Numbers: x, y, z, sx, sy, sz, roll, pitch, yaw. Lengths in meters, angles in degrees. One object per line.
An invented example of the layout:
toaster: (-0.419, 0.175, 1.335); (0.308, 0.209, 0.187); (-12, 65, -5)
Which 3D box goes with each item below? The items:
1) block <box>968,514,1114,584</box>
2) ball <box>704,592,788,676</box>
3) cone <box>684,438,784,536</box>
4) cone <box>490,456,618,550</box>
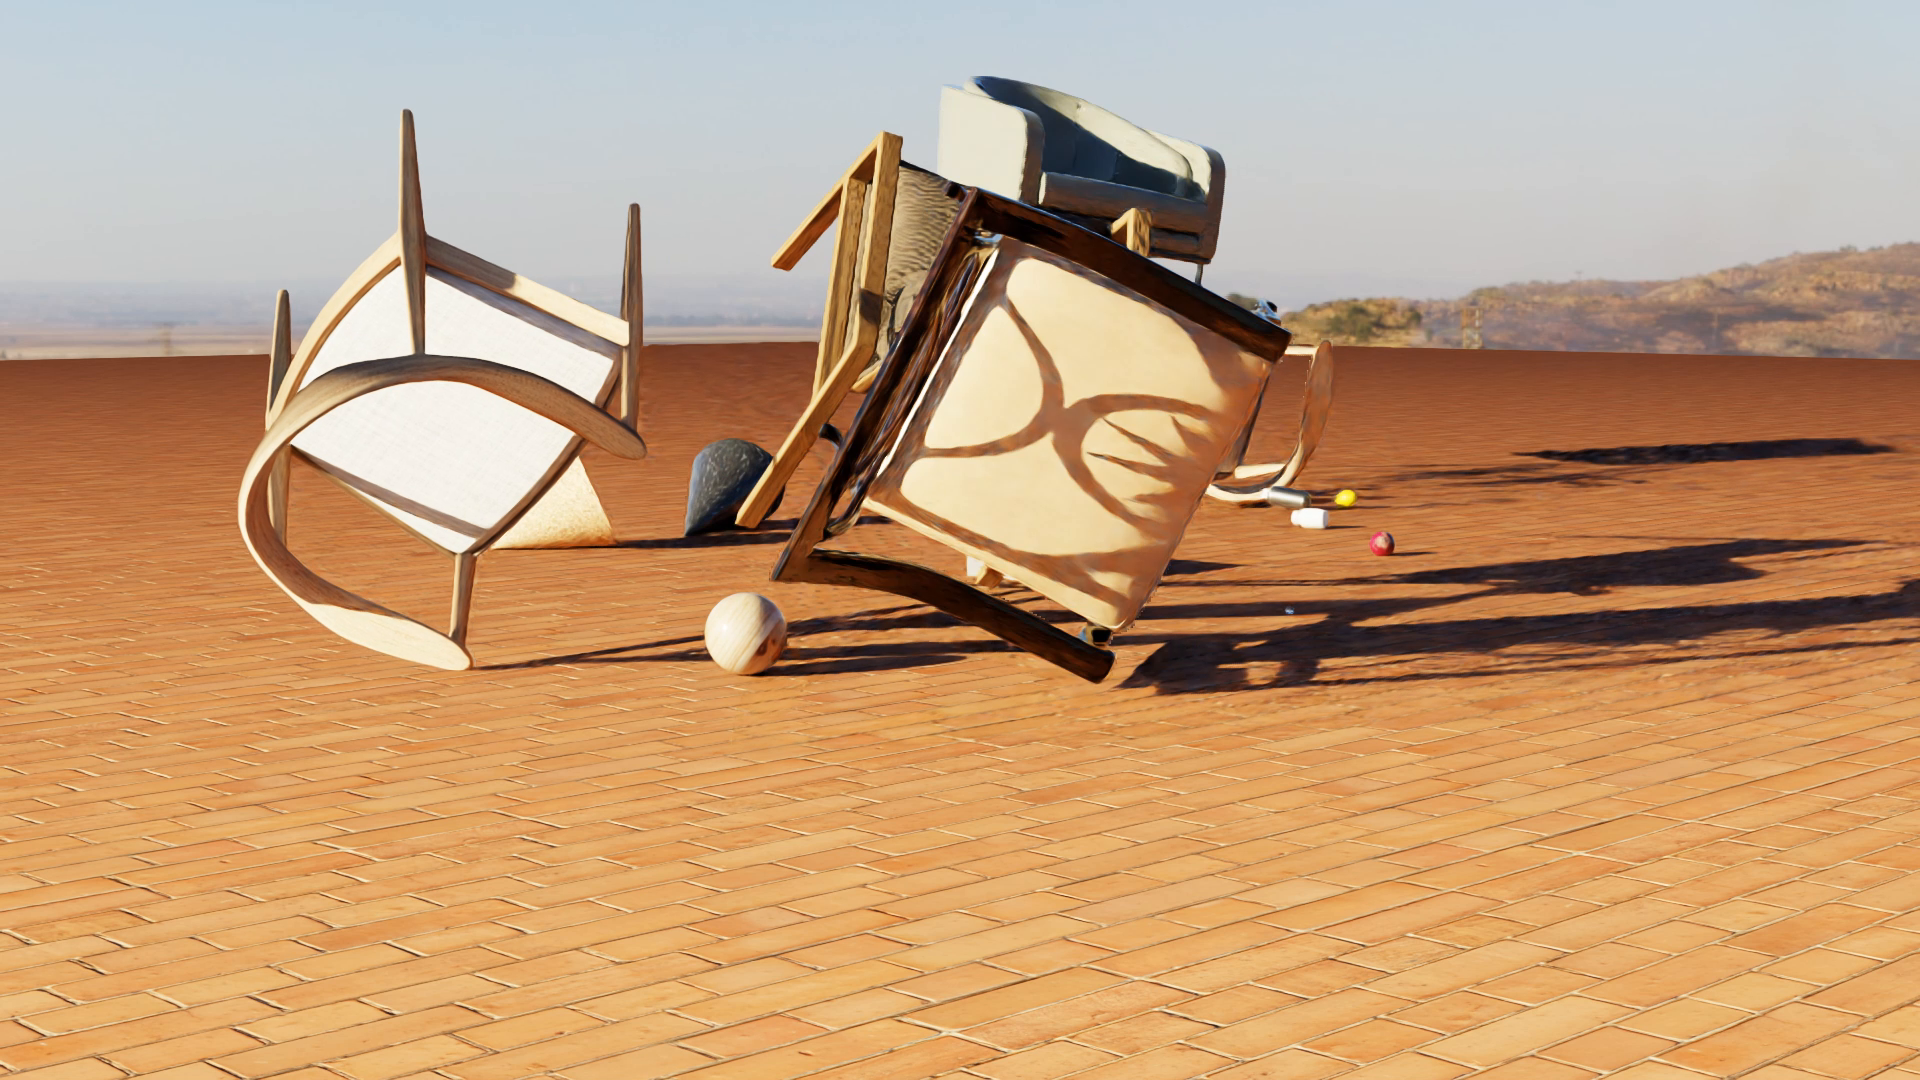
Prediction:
block: (0.177, 0.016, 5.659); (0.241, 0.122, 0.214); (5, 8, 39)
ball: (-0.353, 0.155, 4.241); (0.137, 0.137, 0.137); (0, 6, 0)
cone: (-0.643, -0.081, 6.621); (0.278, 0.246, 0.325); (-17, 19, 29)
cone: (-1.006, -0.036, 6.206); (0.283, 0.242, 0.273); (-25, -5, -8)
